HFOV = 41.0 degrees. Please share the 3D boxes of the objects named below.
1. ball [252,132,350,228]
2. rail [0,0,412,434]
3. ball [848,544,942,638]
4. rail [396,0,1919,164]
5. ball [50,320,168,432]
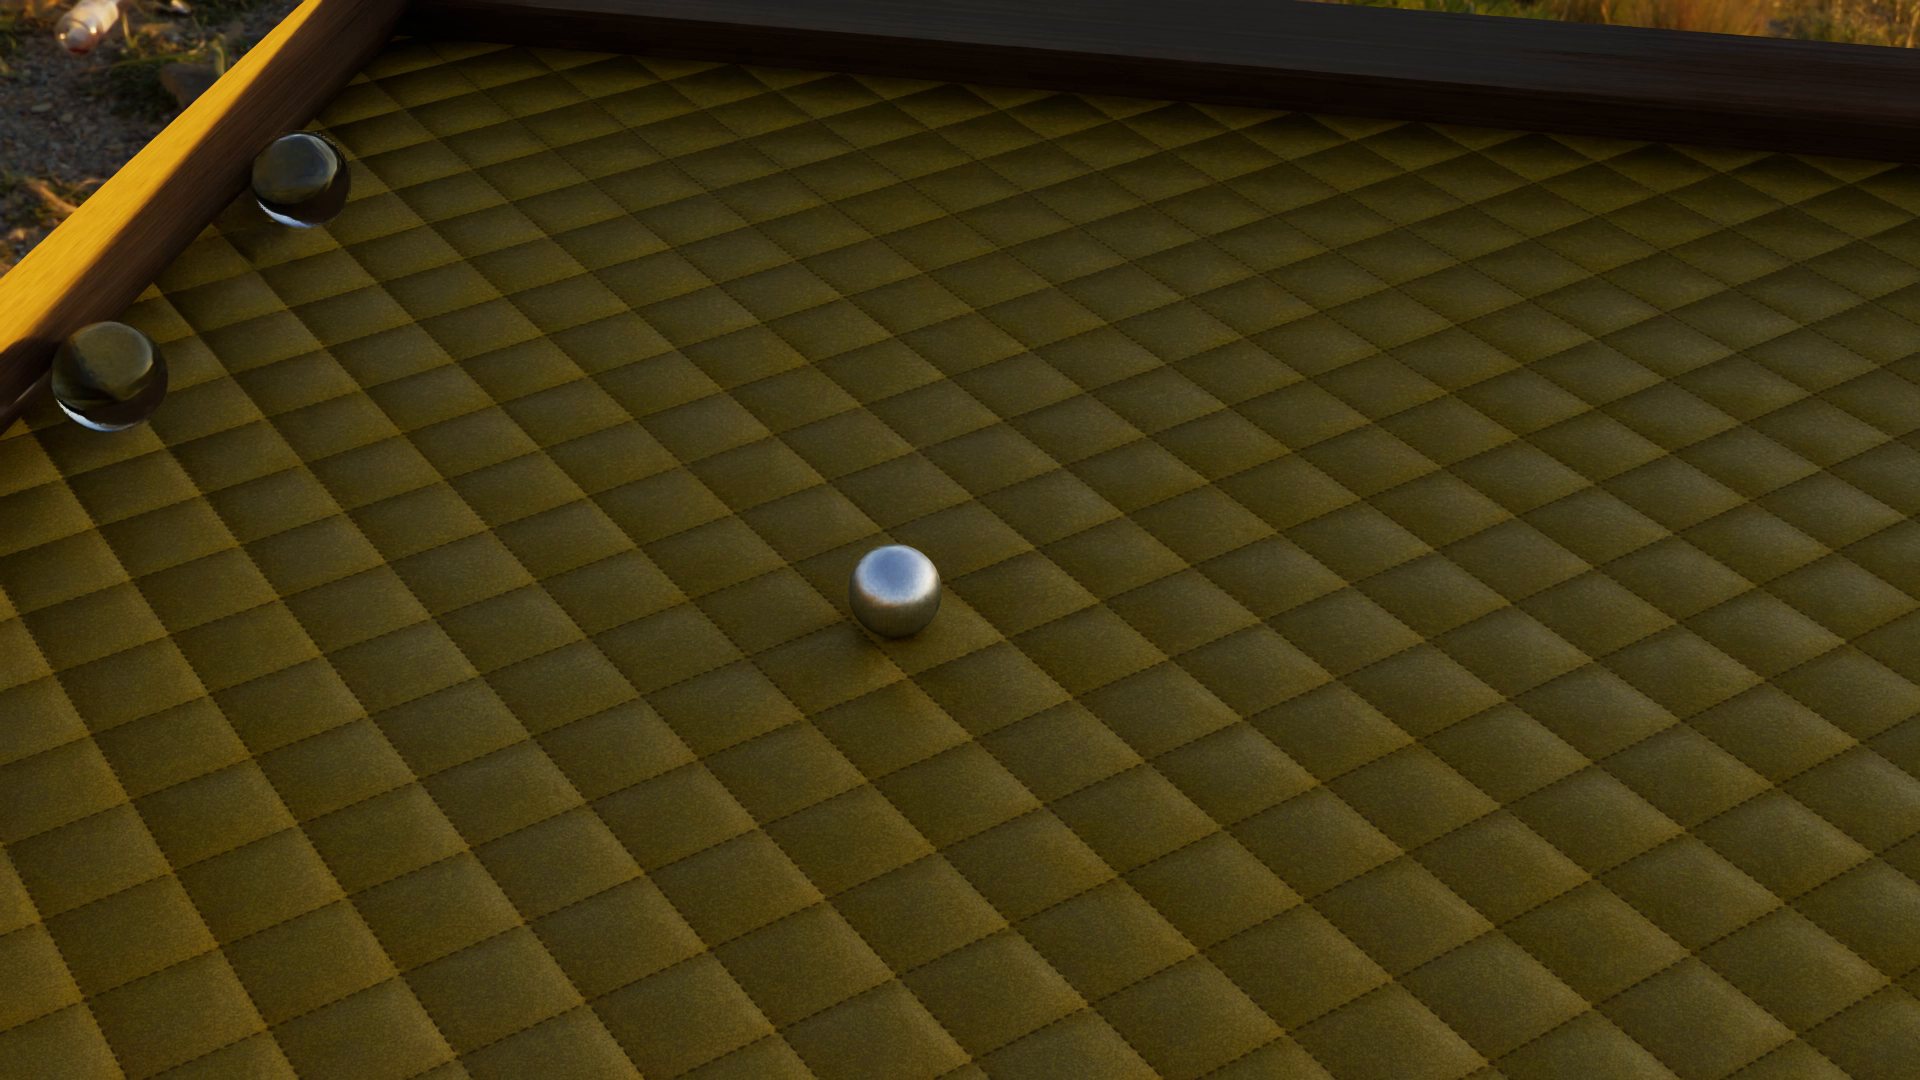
[{"bbox_3d":[-0.642,-0.350,2.499,0.093,0.093,0.093,0,34,0],"label":"ball"},{"bbox_3d":[-0.809,-0.111,2.115,0.045,0.123,1.877,7,35,10],"label":"rail"},{"bbox_3d":[-0.049,0.039,1.940,0.071,0.071,0.071,0,34,0],"label":"ball"},{"bbox_3d":[1.018,-0.421,2.576,3.401,0.123,0.045,7,35,10],"label":"rail"},{"bbox_3d":[-0.724,-0.139,2.184,0.095,0.095,0.095,0,34,0],"label":"ball"}]
